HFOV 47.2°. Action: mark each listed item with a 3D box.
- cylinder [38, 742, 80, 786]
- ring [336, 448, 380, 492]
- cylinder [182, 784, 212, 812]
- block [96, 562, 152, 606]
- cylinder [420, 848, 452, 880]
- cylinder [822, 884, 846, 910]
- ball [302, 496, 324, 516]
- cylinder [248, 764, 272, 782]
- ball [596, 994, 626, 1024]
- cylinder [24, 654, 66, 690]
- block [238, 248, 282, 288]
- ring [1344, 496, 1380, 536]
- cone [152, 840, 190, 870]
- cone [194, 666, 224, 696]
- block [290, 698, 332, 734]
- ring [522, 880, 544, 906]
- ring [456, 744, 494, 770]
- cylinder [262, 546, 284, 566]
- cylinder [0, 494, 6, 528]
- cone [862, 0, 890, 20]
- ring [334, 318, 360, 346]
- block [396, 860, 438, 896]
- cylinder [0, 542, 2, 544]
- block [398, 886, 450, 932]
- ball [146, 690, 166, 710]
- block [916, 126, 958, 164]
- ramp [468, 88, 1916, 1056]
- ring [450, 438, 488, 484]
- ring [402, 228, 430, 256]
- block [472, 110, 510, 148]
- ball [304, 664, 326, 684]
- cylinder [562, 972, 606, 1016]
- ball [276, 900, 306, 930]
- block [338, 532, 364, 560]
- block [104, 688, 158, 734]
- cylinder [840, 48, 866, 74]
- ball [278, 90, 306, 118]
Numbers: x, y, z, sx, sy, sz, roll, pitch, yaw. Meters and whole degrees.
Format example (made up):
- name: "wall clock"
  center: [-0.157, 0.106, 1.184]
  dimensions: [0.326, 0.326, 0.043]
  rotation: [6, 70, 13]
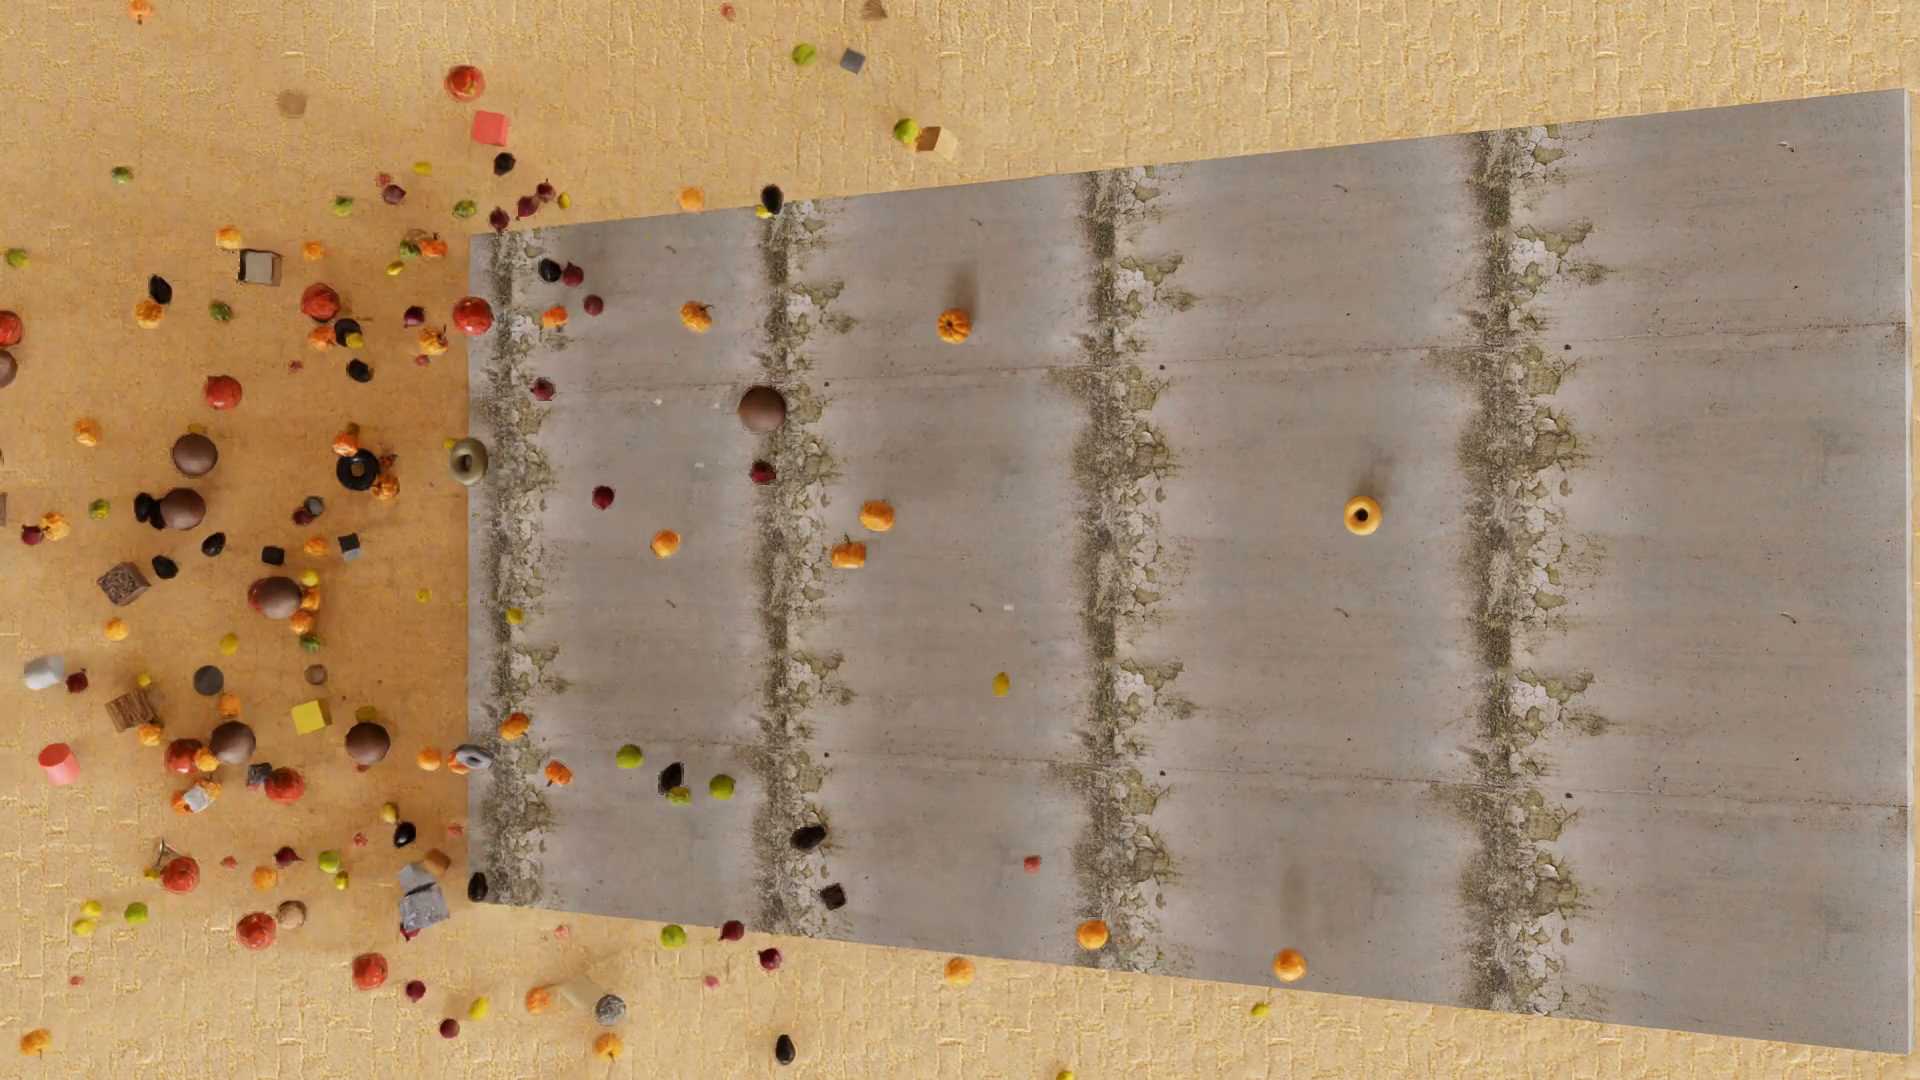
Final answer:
- name: "cylinder"
  center: [-2.704, 0.674, 6.605]
  dimensions: [0.093, 0.093, 0.093]
  rotation: [-3, 45, 3]
- name: "ring"
  center: [-1.826, -0.214, 6.667]
  dimensions: [0.131, 0.044, 0.131]
  rotation: [0, 90, -1]
- name: "cylinder"
  center: [-2.253, 0.766, 6.500]
  dimensions: [0.060, 0.060, 0.060]
  rotation: [-39, 90, 0]
- name: "block"
  center: [-2.523, 0.132, 6.638]
  dimensions: [0.094, 0.094, 0.094]
  rotation: [-38, 90, 0]
- name: "cylinder"
  center: [-1.570, 0.969, 6.594]
  dimensions: [0.068, 0.068, 0.068]
  rotation: [36, 90, -3]
- name: "cylinder"
  center: [-0.338, 0.956, 5.875]
  dimensions: [0.054, 0.054, 0.054]
  rotation: [-13, 64, 0]
- name: "ball"
  center: [-1.957, -0.101, 6.656]
  dimensions: [0.062, 0.062, 0.062]
  rotation: [0, 89, 0]
- name: "cylinder"
  center: [-2.111, 0.703, 6.633]
  dimensions: [0.055, 0.055, 0.055]
  rotation: [0, 89, -36]
- name: "ball"
  center: [-1.053, 1.416, 6.629]
  dimensions: [0.088, 0.088, 0.088]
  rotation: [0, 89, 0]
- name: "cylinder"
  center: [-2.757, 0.398, 6.627]
  dimensions: [0.087, 0.087, 0.087]
  rotation: [-21, 89, 7]
- name: "block"
  center: [-2.113, -0.822, 6.646]
  dimensions: [0.097, 0.097, 0.097]
  rotation: [5, 89, 0]
- name: "ring"
  center: [0.940, -0.057, 5.137]
  dimensions: [0.092, 0.031, 0.092]
  rotation: [-1, 89, 32]
- name: "cone"
  center: [-2.380, 0.961, 6.656]
  dimensions: [0.096, 0.096, 0.096]
  rotation: [18, 89, -26]
- name: "cone"
  center: [-2.284, 0.427, 6.636]
  dimensions: [0.093, 0.093, 0.093]
  rotation: [0, 89, 0]
- name: "block"
  center: [-1.957, 0.532, 6.640]
  dimensions: [0.083, 0.083, 0.083]
  rotation: [-18, 89, 0]
- name: "ring"
  center: [-1.251, 1.032, 6.442]
  dimensions: [0.076, 0.025, 0.076]
  rotation: [-1, 88, 32]
- name: "ring"
  center: [-1.419, 0.633, 6.426]
  dimensions: [0.114, 0.114, 0.038]
  rotation: [13, 57, 0]
- name: "cylinder"
  center: [-2.080, 0.048, 6.660]
  dimensions: [0.052, 0.052, 0.052]
  rotation: [12, 89, 0]
- name: "cylinder"
  center: [-2.934, -0.089, 6.635]
  dimensions: [0.100, 0.100, 0.100]
  rotation: [-1, 93, 0]
- name: "cone"
  center: [-0.244, -1.601, 6.684]
  dimensions: [0.080, 0.080, 0.080]
  rotation: [29, 89, -26]
- name: "ring"
  center: [-1.861, -0.630, 6.675]
  dimensions: [0.087, 0.029, 0.087]
  rotation: [0, 90, 8]
- name: "block"
  center: [-1.633, 1.015, 6.616]
  dimensions: [0.075, 0.075, 0.075]
  rotation: [-38, 70, 33]
- name: "cylinder"
  center: [-2.949, 0.039, 6.641]
  dimensions: [0.082, 0.082, 0.082]
  rotation: [13, 89, 0]
- name: "block"
  center: [-1.609, 1.109, 6.599]
  dimensions: [0.098, 0.098, 0.098]
  rotation: [-27, 78, 40]
- name: "ball"
  center: [-2.432, 0.482, 6.653]
  dimensions: [0.058, 0.058, 0.058]
  rotation: [0, 89, 0]
- name: "block"
  center: [-0.069, -1.186, 6.603]
  dimensions: [0.079, 0.079, 0.079]
  rotation: [28, 75, -43]
- name: "ramp"
  center: [0.266, 0.073, 5.615]
  dimensions: [4.000, 0.100, 2.000]
  rotation: [0, 89, 31]
- name: "ring"
  center: [-1.468, -0.235, 6.572]
  dimensions: [0.140, 0.047, 0.140]
  rotation: [0, 91, 32]
- name: "ring"
  center: [-1.653, -0.904, 6.680]
  dimensions: [0.087, 0.029, 0.087]
  rotation: [0, 94, -2]
- name: "block"
  center: [-1.420, -1.245, 6.656]
  dimensions: [0.085, 0.085, 0.085]
  rotation: [9, 89, 0]
- name: "ball"
  center: [-1.950, 0.406, 6.651]
  dimensions: [0.062, 0.062, 0.062]
  rotation: [0, 89, 0]
- name: "cylinder"
  center: [-1.131, 1.367, 6.626]
  dimensions: [0.093, 0.093, 0.093]
  rotation: [43, 90, 1]
- name: "ball"
  center: [-2.015, 1.129, 6.629]
  dimensions: [0.088, 0.088, 0.088]
  rotation: [0, 89, 0]
- name: "block"
  center: [-1.841, 0.021, 6.644]
  dimensions: [0.054, 0.054, 0.054]
  rotation: [-17, 63, -13]
- name: "block"
  center: [-2.501, 0.515, 6.634]
  dimensions: [0.095, 0.095, 0.095]
  rotation: [-27, 90, 0]
- name: "cylinder"
  center: [-0.326, -1.451, 6.671]
  dimensions: [0.059, 0.059, 0.059]
  rotation: [24, 90, 0]
- name: "ball"
  center: [-2.020, -1.322, 6.658]
  dimensions: [0.081, 0.081, 0.081]
  rotation: [0, 89, 0]
